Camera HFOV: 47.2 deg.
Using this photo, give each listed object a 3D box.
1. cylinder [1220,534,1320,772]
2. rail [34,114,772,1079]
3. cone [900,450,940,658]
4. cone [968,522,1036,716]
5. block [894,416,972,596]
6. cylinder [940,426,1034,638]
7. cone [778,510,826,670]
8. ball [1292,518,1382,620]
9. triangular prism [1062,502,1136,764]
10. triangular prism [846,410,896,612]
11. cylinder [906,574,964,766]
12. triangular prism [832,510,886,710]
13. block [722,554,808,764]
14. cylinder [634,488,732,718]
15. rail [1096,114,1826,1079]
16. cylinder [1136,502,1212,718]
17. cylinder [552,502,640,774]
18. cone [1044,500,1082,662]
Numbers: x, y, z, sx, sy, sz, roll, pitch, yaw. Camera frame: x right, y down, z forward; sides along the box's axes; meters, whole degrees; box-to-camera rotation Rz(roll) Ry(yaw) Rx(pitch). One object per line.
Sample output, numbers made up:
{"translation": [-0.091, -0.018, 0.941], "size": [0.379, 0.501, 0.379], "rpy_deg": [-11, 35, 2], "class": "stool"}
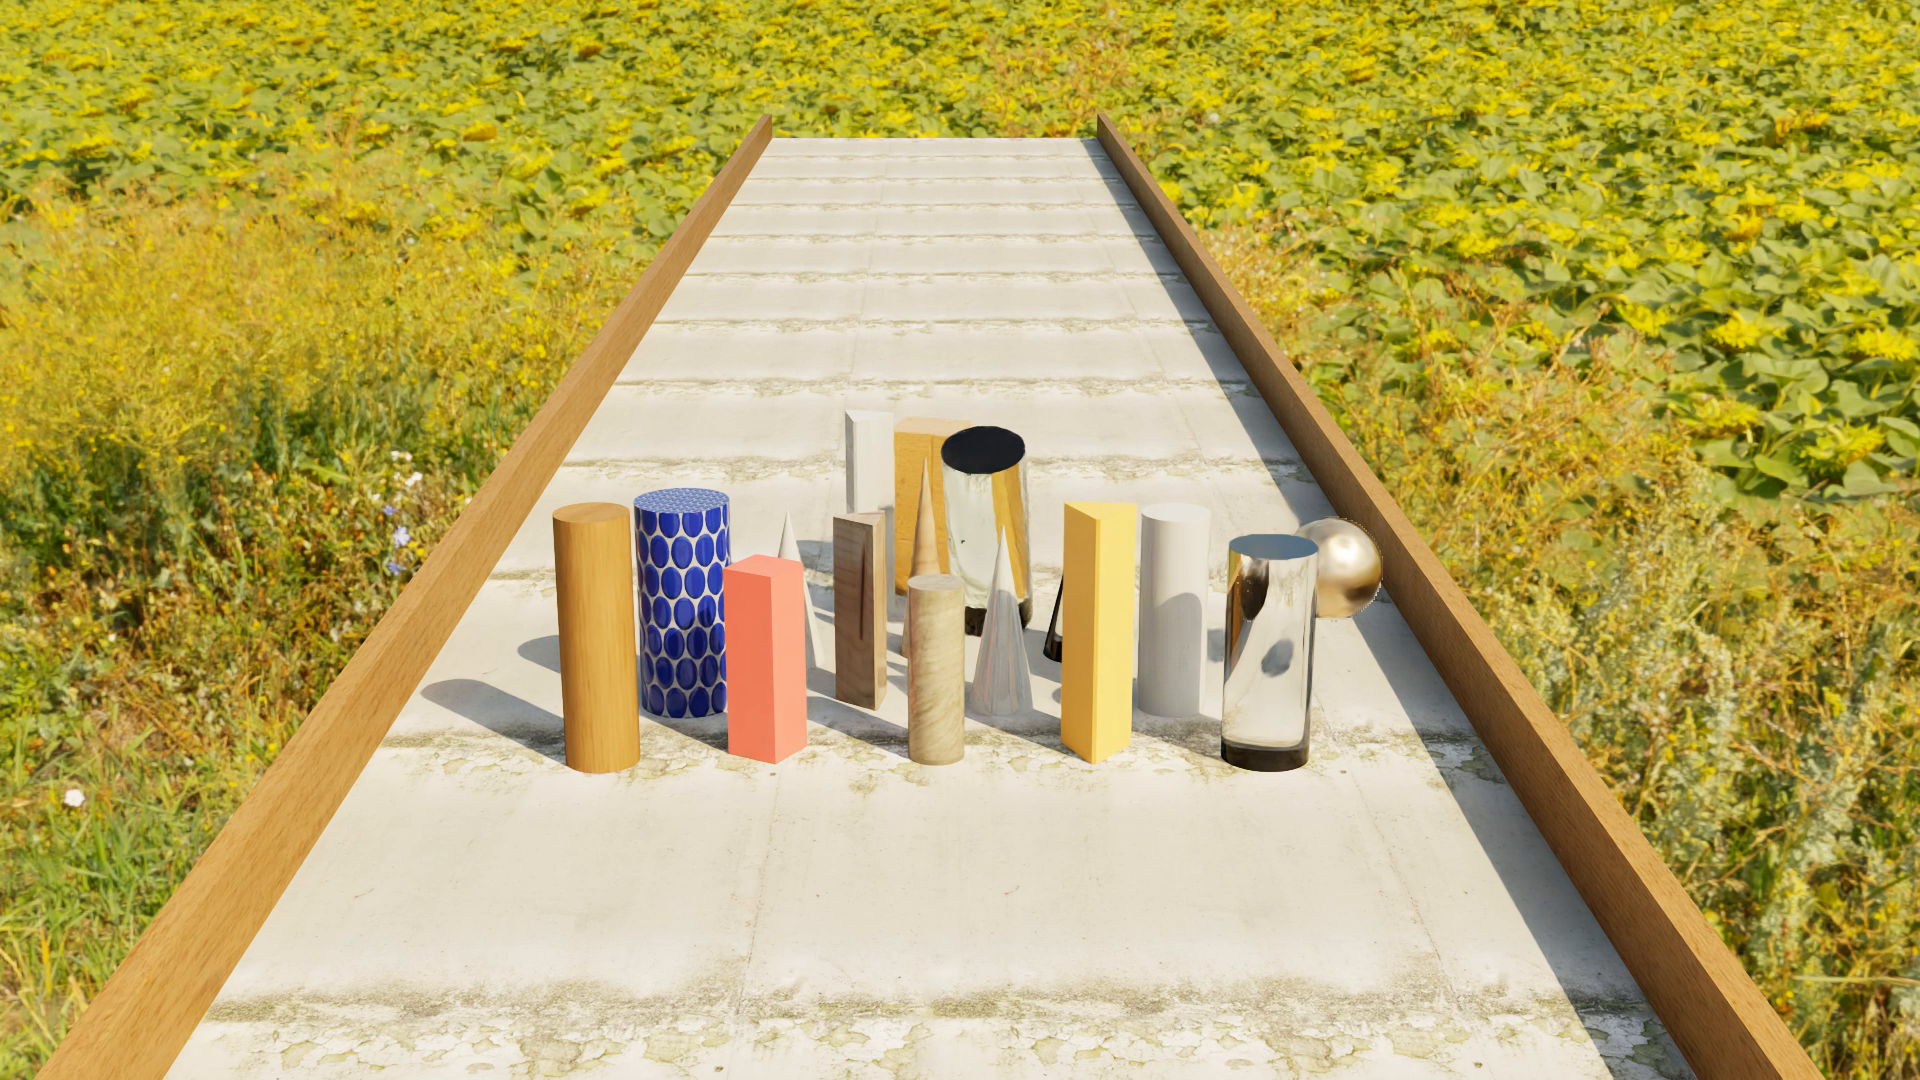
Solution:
{"translation": [0.545, 0.198, 3.876], "size": [0.158, 0.390, 0.158], "rpy_deg": [0, 17, 0], "class": "cylinder"}
{"translation": [-1.118, -0.838, 7.780], "size": [0.050, 0.150, 12.000], "rpy_deg": [0, 17, -1], "class": "rail"}
{"translation": [-0.069, 0.026, 4.398], "size": [0.104, 0.423, 0.104], "rpy_deg": [0, 17, 0], "class": "cone"}
{"translation": [0.080, 0.139, 4.125], "size": [0.127, 0.362, 0.127], "rpy_deg": [0, 17, 0], "class": "cone"}
{"translation": [-0.066, -0.072, 4.825], "size": [0.150, 0.366, 0.150], "rpy_deg": [4, 17, 12], "class": "block"}
{"translation": [0.058, -0.013, 4.490], "size": [0.170, 0.412, 0.170], "rpy_deg": [-3, 36, 2], "class": "cylinder"}
{"translation": [-0.340, 0.088, 4.376], "size": [0.140, 0.316, 0.140], "rpy_deg": [0, 17, 0], "class": "cone"}
{"translation": [0.717, 0.056, 4.263], "size": [0.196, 0.196, 0.196], "rpy_deg": [0, 17, 0], "class": "ball"}
{"translation": [0.229, 0.158, 3.904], "size": [0.108, 0.451, 0.124], "rpy_deg": [11, 20, 34], "class": "triangular prism"}
{"translation": [-0.209, -0.056, 4.653], "size": [0.107, 0.434, 0.092], "rpy_deg": [-15, 22, -41], "class": "triangular prism"}
{"translation": [-0.042, 0.229, 3.887], "size": [0.101, 0.324, 0.101], "rpy_deg": [0, 17, 0], "class": "cylinder"}
{"translation": [-0.170, 0.129, 4.154], "size": [0.102, 0.364, 0.088], "rpy_deg": [13, 21, 36], "class": "triangular prism"}
{"translation": [-0.345, 0.211, 3.906], "size": [0.101, 0.348, 0.101], "rpy_deg": [9, 19, 28], "class": "block"}
{"translation": [-0.517, 0.117, 4.134], "size": [0.178, 0.398, 0.178], "rpy_deg": [0, 17, 0], "class": "cylinder"}
{"translation": [0.932, -0.844, 7.801], "size": [0.050, 0.150, 12.000], "rpy_deg": [0, 17, -1], "class": "rail"}
{"translation": [0.399, 0.131, 4.117], "size": [0.129, 0.382, 0.129], "rpy_deg": [0, 17, 0], "class": "cylinder"}
{"translation": [-0.635, 0.171, 3.848], "size": [0.132, 0.457, 0.132], "rpy_deg": [0, 17, 0], "class": "cylinder"}
{"translation": [0.241, 0.072, 4.413], "size": [0.146, 0.326, 0.146], "rpy_deg": [0, 17, 0], "class": "cone"}
